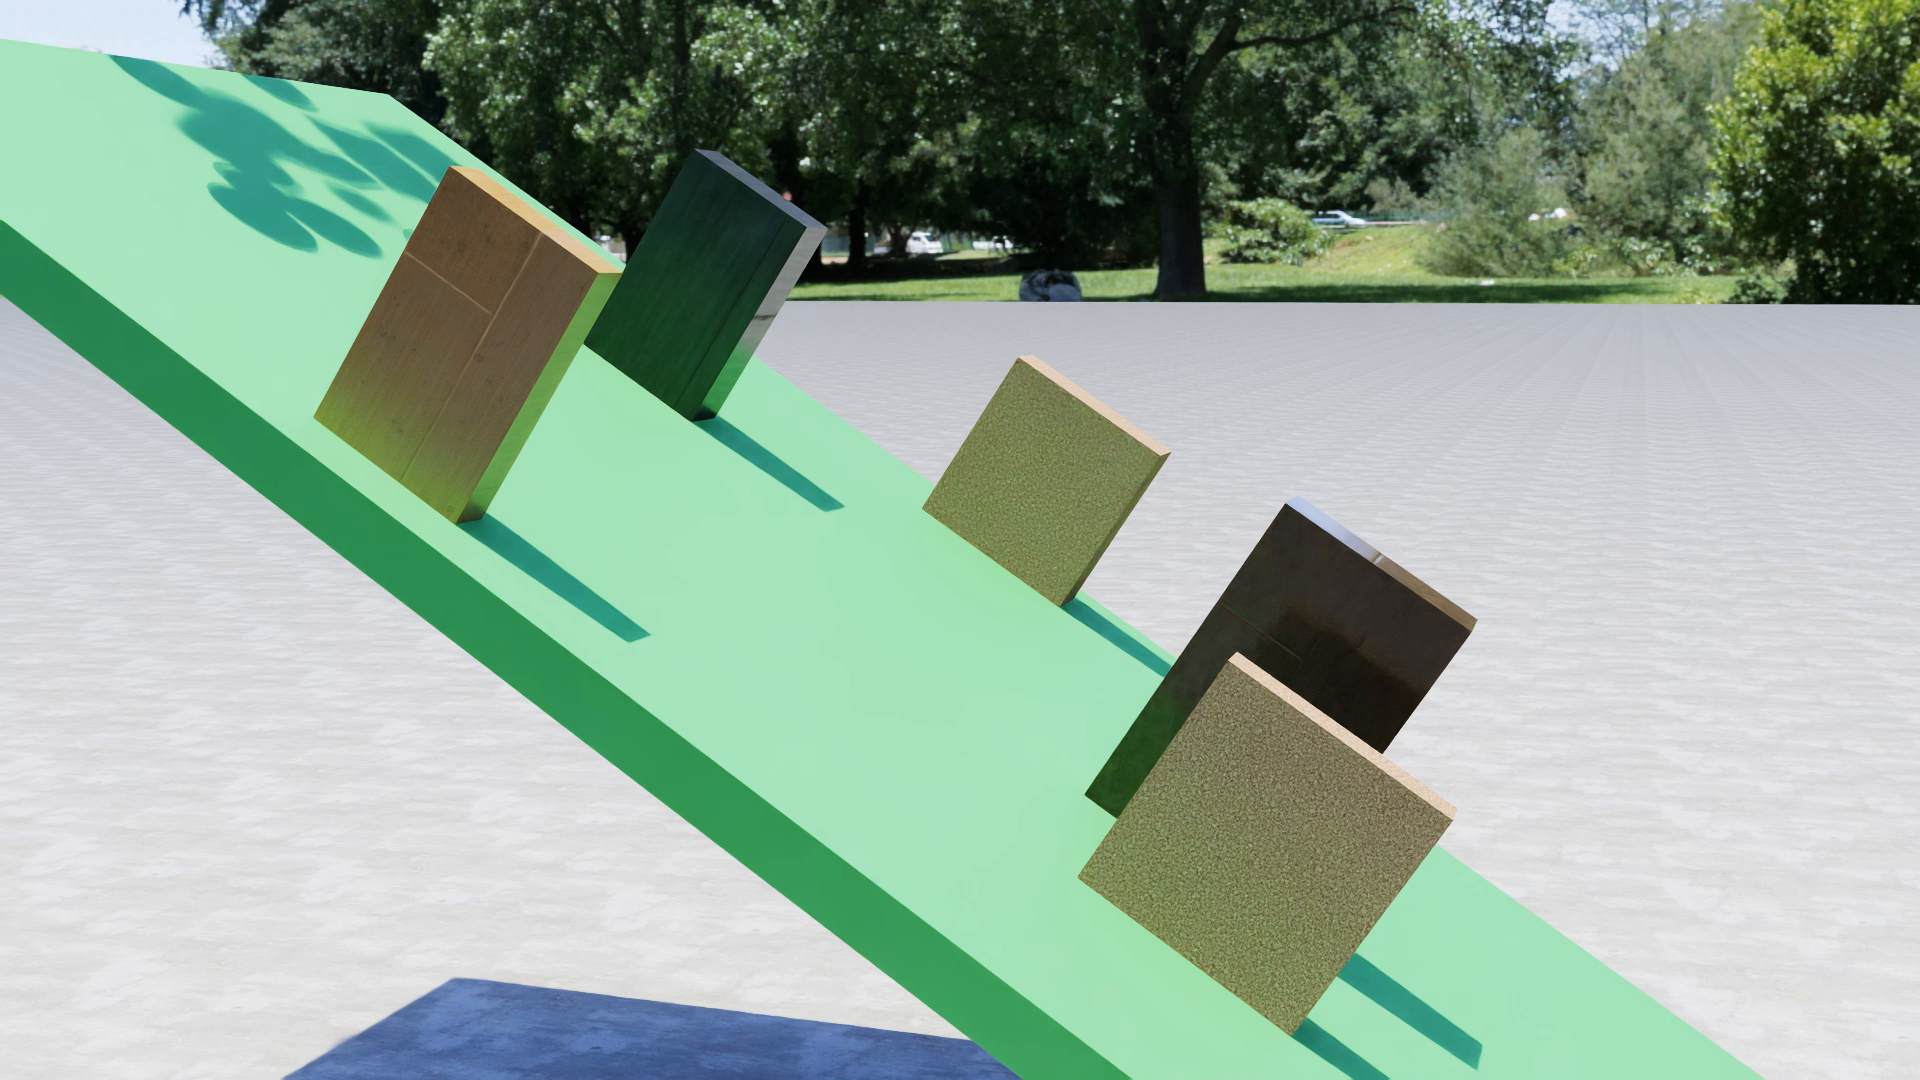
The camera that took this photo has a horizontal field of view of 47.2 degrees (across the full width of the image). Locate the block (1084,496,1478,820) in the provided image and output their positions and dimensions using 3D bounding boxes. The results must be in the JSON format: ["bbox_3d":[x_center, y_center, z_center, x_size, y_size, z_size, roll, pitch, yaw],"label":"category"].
[{"bbox_3d":[0.551,0.291,3.807,0.373,0.628,0.138,36,15,10],"label":"block"}]

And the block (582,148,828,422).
[{"bbox_3d":[-0.521,-0.517,4.480,0.287,0.466,0.123,36,15,10],"label":"block"}]

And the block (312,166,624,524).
[{"bbox_3d":[-0.751,-0.295,3.342,0.288,0.454,0.082,36,15,10],"label":"block"}]

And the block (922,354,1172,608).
[{"bbox_3d":[0.189,-0.131,4.829,0.377,0.403,0.123,36,15,10],"label":"block"}]

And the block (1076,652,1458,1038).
[{"bbox_3d":[0.477,0.477,3.453,0.415,0.435,0.080,36,15,10],"label":"block"}]

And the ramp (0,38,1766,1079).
[{"bbox_3d":[-0.125,0.210,4.098,4.000,0.100,2.000,36,15,10],"label":"ramp"}]
